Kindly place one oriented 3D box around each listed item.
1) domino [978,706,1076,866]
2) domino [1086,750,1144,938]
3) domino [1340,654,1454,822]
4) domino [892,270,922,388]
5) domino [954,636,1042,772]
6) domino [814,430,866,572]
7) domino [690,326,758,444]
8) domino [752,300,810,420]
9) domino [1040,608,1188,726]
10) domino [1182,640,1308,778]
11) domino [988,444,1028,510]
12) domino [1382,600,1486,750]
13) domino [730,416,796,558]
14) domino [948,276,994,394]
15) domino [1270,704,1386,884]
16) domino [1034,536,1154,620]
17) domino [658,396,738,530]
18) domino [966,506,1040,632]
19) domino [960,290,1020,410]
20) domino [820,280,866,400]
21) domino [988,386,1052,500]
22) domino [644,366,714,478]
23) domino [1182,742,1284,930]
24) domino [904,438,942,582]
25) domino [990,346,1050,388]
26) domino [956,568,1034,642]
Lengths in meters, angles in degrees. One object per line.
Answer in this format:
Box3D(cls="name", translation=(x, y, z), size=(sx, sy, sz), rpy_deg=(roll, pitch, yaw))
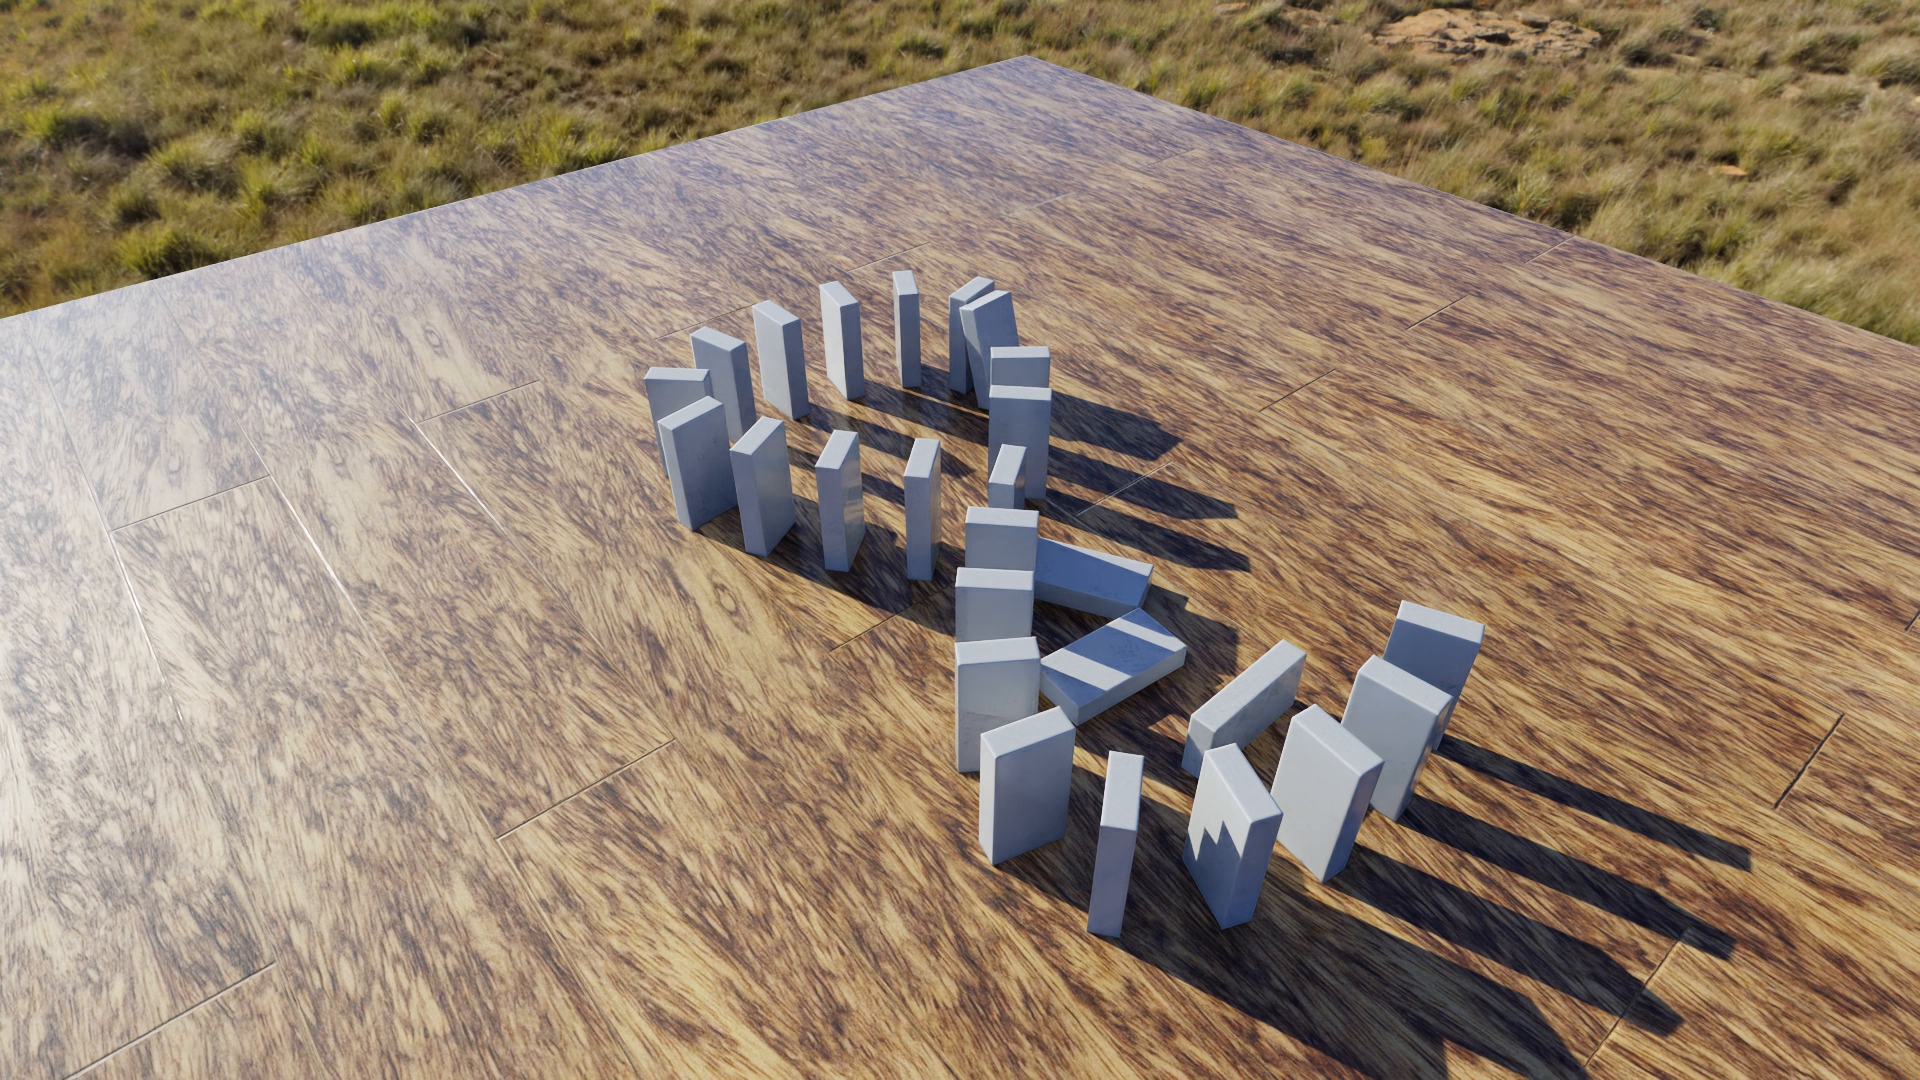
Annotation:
Box3D(cls="domino", translation=(0.019, 0.073, 0.323), size=(0.025, 0.050, 0.009), rpy_deg=(-16, 42, -19))
Box3D(cls="domino", translation=(0.043, 0.085, 0.307), size=(0.009, 0.050, 0.025), rpy_deg=(7, 40, 9))
Box3D(cls="domino", translation=(0.130, 0.061, 0.337), size=(0.025, 0.050, 0.009), rpy_deg=(31, 48, 32))
Box3D(cls="domino", translation=(-0.026, -0.103, 0.537), size=(0.009, 0.050, 0.025), rpy_deg=(-6, 40, -7))
Box3D(cls="domino", translation=(0.011, 0.053, 0.347), size=(0.025, 0.050, 0.010), rpy_deg=(-4, 39, -5))
Box3D(cls="domino", translation=(-0.046, -0.015, 0.430), size=(0.009, 0.050, 0.025), rpy_deg=(7, 40, 9))
Box3D(cls="domino", translation=(-0.106, -0.069, 0.495), size=(0.025, 0.050, 0.009), rpy_deg=(24, 45, 27))
Box3D(cls="domino", translation=(-0.083, -0.084, 0.514), size=(0.009, 0.050, 0.025), rpy_deg=(-29, 47, -31))
Box3D(cls="domino", translation=(0.053, 0.044, 0.390), size=(0.050, 0.010, 0.025), rpy_deg=(-24, 45, -27))
Box3D(cls="domino", translation=(0.094, 0.056, 0.363), size=(0.050, 0.025, 0.009), rpy_deg=(-30, 48, -32))
Box3D(cls="domino", translation=(0.018, -0.009, 0.422), size=(0.010, 0.050, 0.025), rpy_deg=(8, 40, 10))
Box3D(cls="domino", translation=(0.149, 0.045, 0.357), size=(0.025, 0.050, 0.010), rpy_deg=(18, 43, 21))
Box3D(cls="domino", translation=(-0.078, -0.021, 0.437), size=(0.010, 0.050, 0.025), rpy_deg=(14, 41, 17))
Box3D(cls="domino", translation=(0.006, -0.099, 0.532), size=(0.009, 0.050, 0.025), rpy_deg=(23, 44, 25))
Box3D(cls="domino", translation=(0.105, 0.074, 0.321), size=(0.010, 0.050, 0.025), rpy_deg=(-23, 44, -25))
Box3D(cls="domino", translation=(0.047, 0.015, 0.425), size=(0.050, 0.010, 0.025), rpy_deg=(14, 41, 17))
Box3D(cls="domino", translation=(-0.106, -0.031, 0.449), size=(0.010, 0.050, 0.025), rpy_deg=(29, 48, 31))
Box3D(cls="domino", translation=(0.015, 0.011, 0.398), size=(0.025, 0.050, 0.010), rpy_deg=(4, 40, 5))
Box3D(cls="domino", translation=(0.016, -0.090, 0.520), size=(0.010, 0.050, 0.025), rpy_deg=(18, 41, 43))
Box3D(cls="domino", translation=(-0.056, -0.095, 0.528), size=(0.010, 0.050, 0.025), rpy_deg=(-18, 43, -21))
Box3D(cls="domino", translation=(0.025, -0.040, 0.461), size=(0.025, 0.050, 0.010), rpy_deg=(4, 39, 5))
Box3D(cls="domino", translation=(-0.117, -0.049, 0.472), size=(0.025, 0.050, 0.010), rpy_deg=(3, 39, 4))
Box3D(cls="domino", translation=(0.076, 0.084, 0.309), size=(0.009, 0.050, 0.025), rpy_deg=(-12, 41, -14))
Box3D(cls="domino", translation=(-0.014, -0.011, 0.425), size=(0.010, 0.050, 0.025), rpy_deg=(5, 40, 7))
Box3D(cls="domino", translation=(0.026, -0.061, 0.486), size=(0.025, 0.050, 0.009), rpy_deg=(-1, 39, -1))
Box3D(cls="domino", translation=(0.011, 0.032, 0.372), size=(0.025, 0.050, 0.010), rpy_deg=(3, 39, 4))
